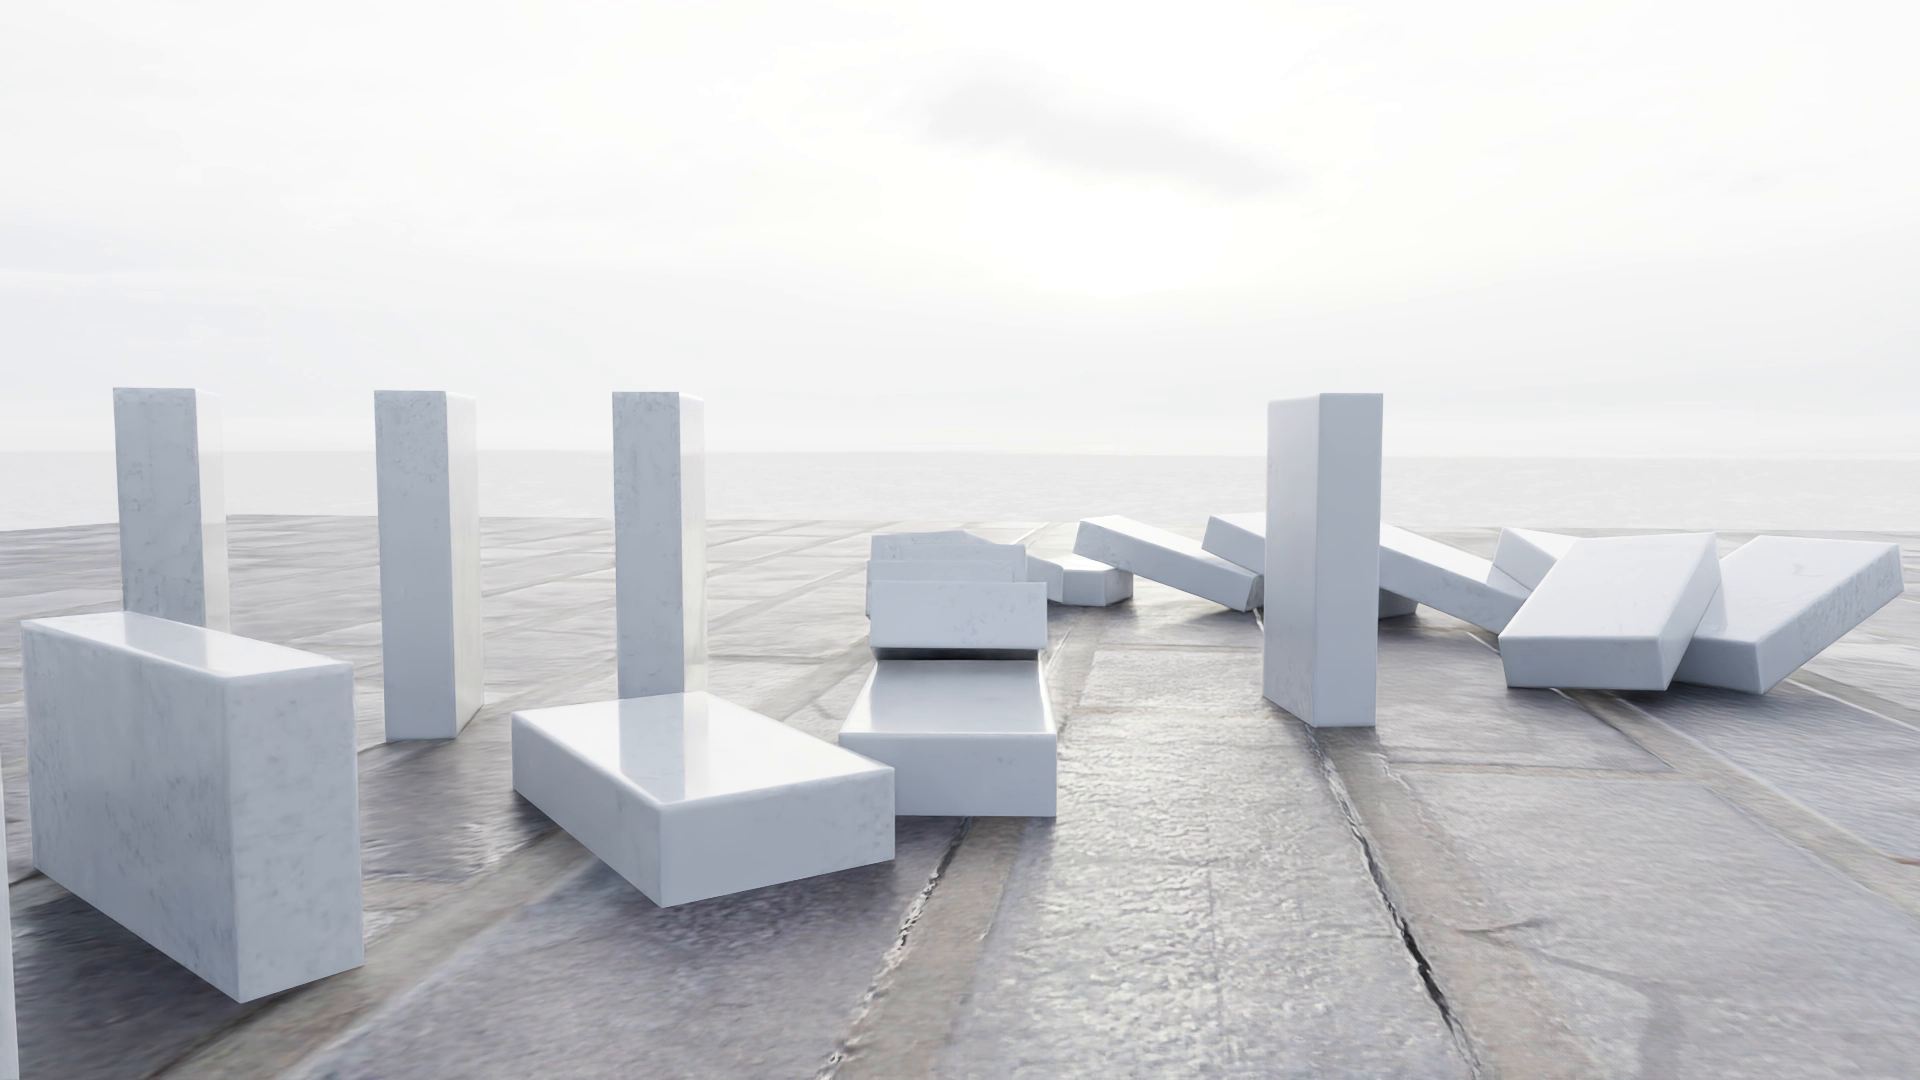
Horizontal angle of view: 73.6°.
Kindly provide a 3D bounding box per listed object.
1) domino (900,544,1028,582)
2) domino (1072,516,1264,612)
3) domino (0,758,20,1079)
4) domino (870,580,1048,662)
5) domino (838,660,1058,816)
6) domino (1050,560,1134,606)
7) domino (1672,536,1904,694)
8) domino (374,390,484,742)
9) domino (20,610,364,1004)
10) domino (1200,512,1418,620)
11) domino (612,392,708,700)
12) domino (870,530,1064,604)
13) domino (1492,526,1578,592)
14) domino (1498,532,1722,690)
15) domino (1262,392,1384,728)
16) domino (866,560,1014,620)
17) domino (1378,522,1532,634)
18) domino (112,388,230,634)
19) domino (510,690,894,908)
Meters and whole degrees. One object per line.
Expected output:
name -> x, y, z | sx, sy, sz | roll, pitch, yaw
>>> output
domino -> 0.002, 0.010, 0.277 | 0.025, 0.009, 0.050 | 0, -11, 3
domino -> 0.059, 0.006, 0.346 | 0.050, 0.009, 0.025 | 20, 13, 28
domino -> -0.062, 0.013, 0.061 | 0.010, 0.050, 0.025 | 1, 4, 17
domino -> -0.001, 0.016, 0.206 | 0.025, 0.010, 0.050 | 1, -12, -1
domino -> -0.001, 0.025, 0.172 | 0.025, 0.010, 0.050 | 0, 4, 2
domino -> 0.020, 0.011, 0.357 | 0.050, 0.010, 0.025 | 2, 5, 25
domino -> 0.149, 0.013, 0.239 | 0.050, 0.009, 0.025 | -22, 15, -27
domino -> -0.080, 0.003, 0.195 | 0.010, 0.050, 0.025 | -1, 4, -11
domino -> -0.071, 0.021, 0.116 | 0.050, 0.025, 0.010 | 4, 6, 39
domino -> 0.090, 0.006, 0.330 | 0.025, 0.009, 0.050 | -4, 23, -44
domino -> -0.046, 0.003, 0.199 | 0.009, 0.050, 0.025 | 0, 4, -3
domino -> 0.003, 0.007, 0.313 | 0.025, 0.010, 0.050 | -3, -12, 31
domino -> 0.140, 0.010, 0.279 | 0.025, 0.010, 0.050 | 8, 16, -5
domino -> 0.119, 0.012, 0.233 | 0.025, 0.009, 0.050 | -4, 17, 41
domino -> 0.057, 0.002, 0.204 | 0.009, 0.050, 0.025 | 0, 4, -4
domino -> -0.002, 0.013, 0.242 | 0.025, 0.010, 0.050 | 0, -11, 3
domino -> 0.113, 0.008, 0.303 | 0.025, 0.010, 0.050 | -4, 22, -44
domino -> -0.113, 0.004, 0.185 | 0.010, 0.050, 0.025 | -2, 5, -23
domino -> -0.031, 0.027, 0.145 | 0.025, 0.010, 0.050 | -3, 5, -34
